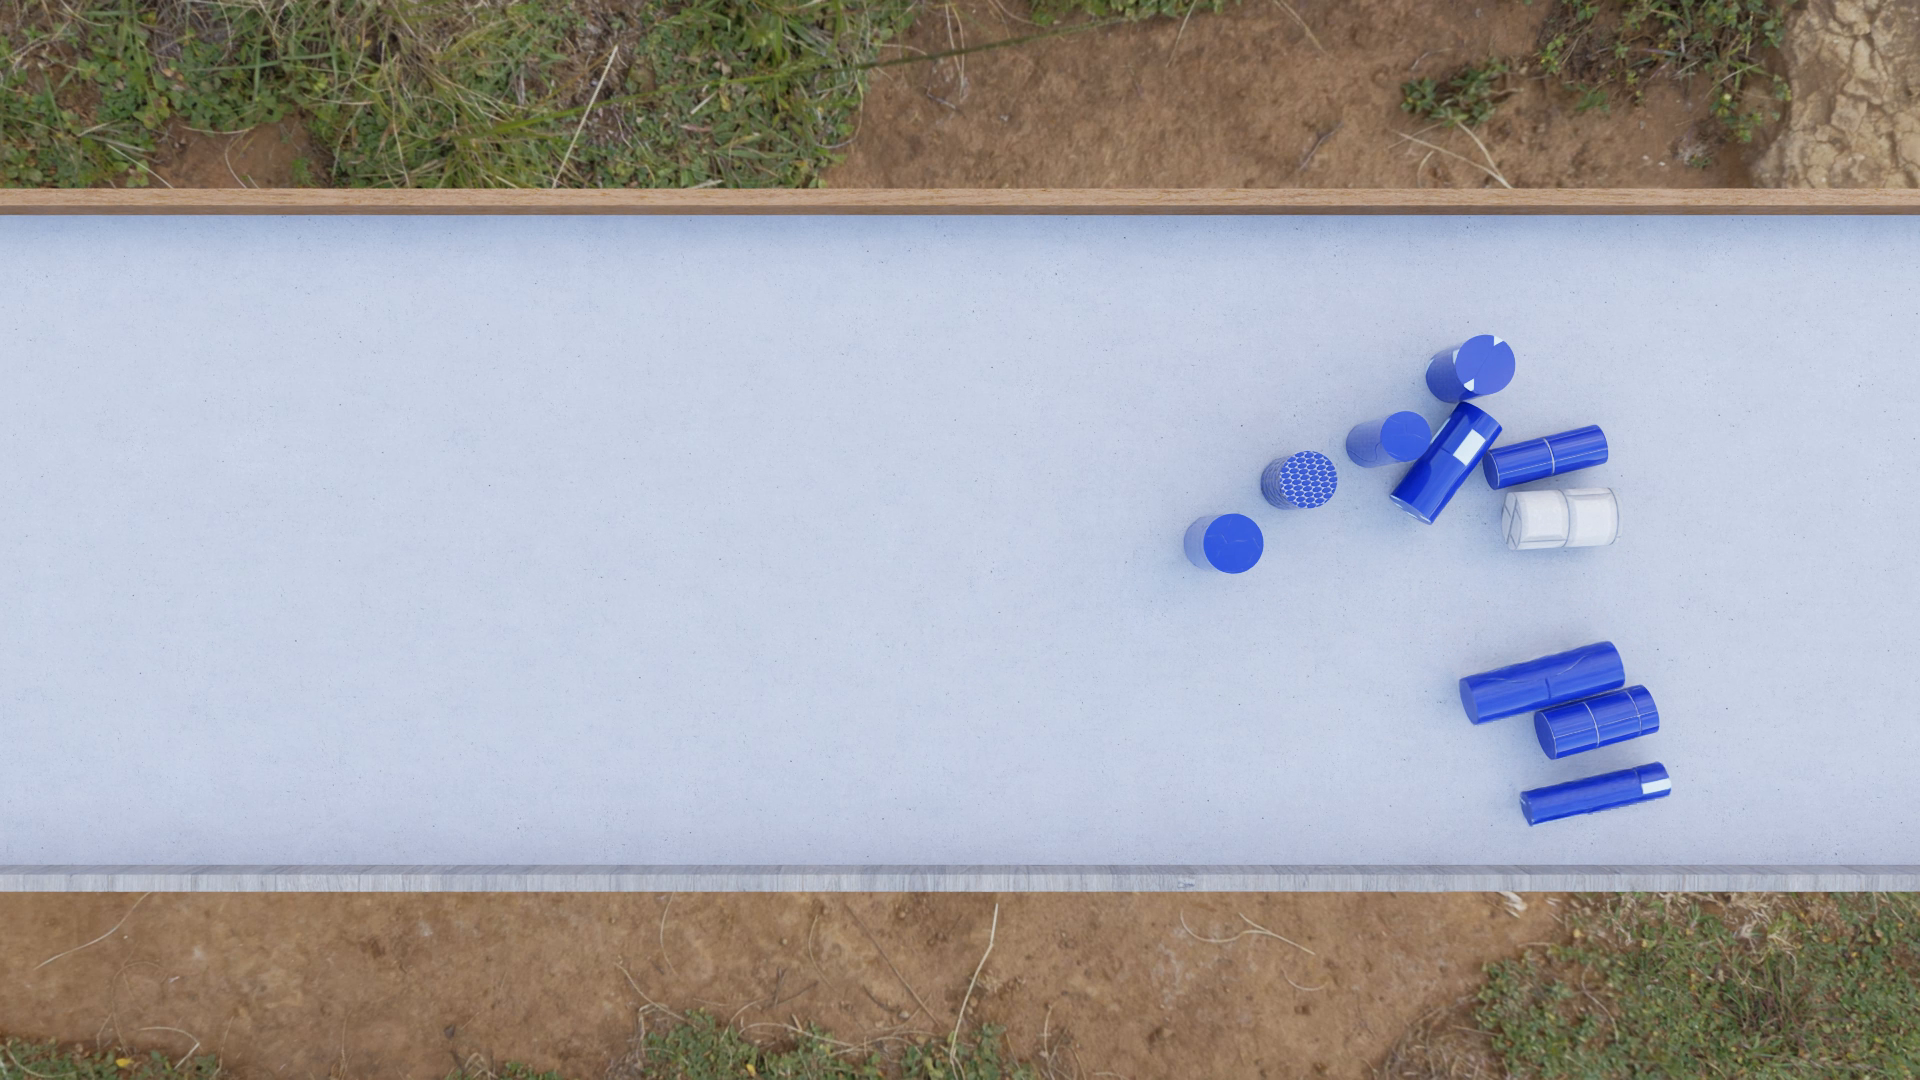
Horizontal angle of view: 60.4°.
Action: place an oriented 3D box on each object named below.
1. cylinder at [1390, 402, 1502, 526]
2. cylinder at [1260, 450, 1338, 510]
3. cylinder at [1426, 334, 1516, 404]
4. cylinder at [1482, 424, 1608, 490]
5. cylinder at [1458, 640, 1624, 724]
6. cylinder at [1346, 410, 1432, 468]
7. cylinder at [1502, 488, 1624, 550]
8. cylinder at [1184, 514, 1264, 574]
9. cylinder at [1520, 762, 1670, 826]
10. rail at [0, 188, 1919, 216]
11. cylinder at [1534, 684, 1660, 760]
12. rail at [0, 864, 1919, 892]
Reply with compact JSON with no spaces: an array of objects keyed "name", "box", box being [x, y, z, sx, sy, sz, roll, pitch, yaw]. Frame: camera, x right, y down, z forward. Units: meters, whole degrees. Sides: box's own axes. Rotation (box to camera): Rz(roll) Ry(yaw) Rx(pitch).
[{"name":"cylinder","box":[1.473,-0.232,5.000,0.152,0.152,0.355,37,90,0]},{"name":"cylinder","box":[1.008,-0.174,4.922,0.167,0.309,0.167,0,90,0]},{"name":"cylinder","box":[1.520,-0.507,4.923,0.174,0.307,0.174,0,90,0]},{"name":"cylinder","box":[1.778,-0.252,5.014,0.341,0.124,0.124,-14,90,0]},{"name":"cylinder","box":[1.762,0.432,5.004,0.454,0.146,0.146,-15,90,0]},{"name":"cylinder","box":[1.258,-0.293,4.865,0.142,0.424,0.142,0,90,0]},{"name":"cylinder","box":[1.819,-0.065,4.989,0.305,0.175,0.175,-3,90,0]},{"name":"cylinder","box":[0.773,0.010,4.869,0.171,0.415,0.171,0,90,0]},{"name":"cylinder","box":[1.933,0.772,5.024,0.424,0.105,0.105,-13,90,0]},{"name":"rail","box":[-2.247,-1.025,5.002,12.000,0.150,0.050,0,90,0]},{"name":"cylinder","box":[1.928,0.552,5.000,0.320,0.152,0.152,-15,90,0]},{"name":"rail","box":[-2.247,1.025,5.001,12.000,0.150,0.050,0,90,0]}]
